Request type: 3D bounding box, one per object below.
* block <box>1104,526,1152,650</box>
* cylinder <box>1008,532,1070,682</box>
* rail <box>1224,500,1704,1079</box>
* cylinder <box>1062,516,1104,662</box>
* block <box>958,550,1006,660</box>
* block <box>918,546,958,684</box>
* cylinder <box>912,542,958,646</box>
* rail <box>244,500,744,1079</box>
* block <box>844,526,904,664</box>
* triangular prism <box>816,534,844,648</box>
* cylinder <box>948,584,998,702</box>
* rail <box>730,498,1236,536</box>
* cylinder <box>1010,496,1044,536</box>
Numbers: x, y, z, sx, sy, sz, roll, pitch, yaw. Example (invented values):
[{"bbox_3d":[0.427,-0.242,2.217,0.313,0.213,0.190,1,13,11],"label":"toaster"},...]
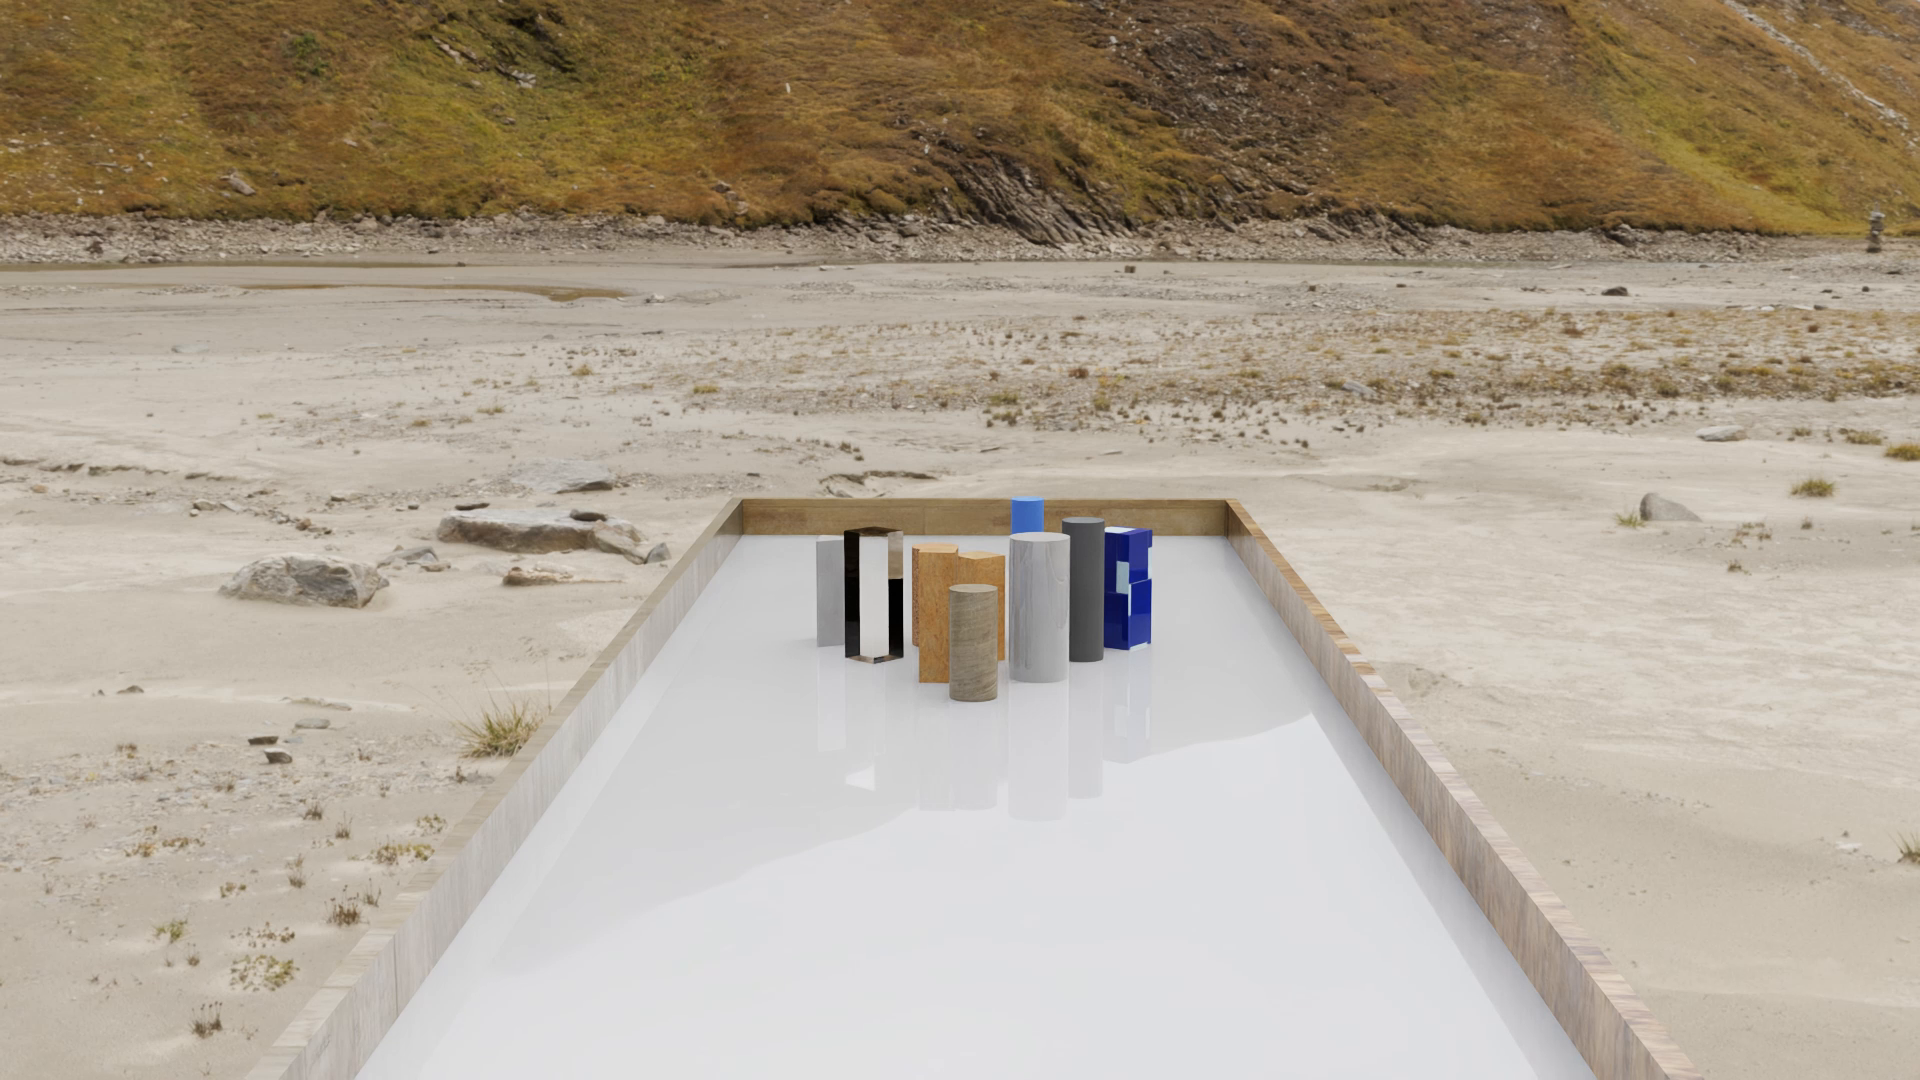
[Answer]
[{"bbox_3d":[0.507,0.149,6.906,0.138,0.364,0.138,7,11,36],"label":"block"},{"bbox_3d":[0.232,0.196,6.444,0.178,0.416,0.178,0,9,0],"label":"cylinder"},{"bbox_3d":[1.046,0.843,3.208,0.050,0.150,12.000,0,9,1],"label":"rail"},{"bbox_3d":[0.374,0.150,6.698,0.131,0.427,0.131,0,9,0],"label":"cylinder"},{"bbox_3d":[0.053,0.204,6.688,0.119,0.323,0.119,-7,12,-39],"label":"block"},{"bbox_3d":[-0.062,0.217,6.411,0.104,0.384,0.104,1,9,6],"label":"block"},{"bbox_3d":[-0.078,0.173,6.921,0.146,0.311,0.146,0,9,0],"label":"cylinder"},{"bbox_3d":[-1.004,0.839,3.234,0.050,0.150,12.000,0,9,1],"label":"rail"},{"bbox_3d":[-0.262,0.166,6.699,0.127,0.395,0.127,9,12,43],"label":"block"},{"bbox_3d":[-0.411,0.157,6.945,0.134,0.336,0.116,-4,10,-26],"label":"triangular prism"},{"bbox_3d":[0.038,0.289,6.190,0.137,0.312,0.137,0,9,0],"label":"cylinder"},{"bbox_3d":[0.099,-0.098,9.147,2.100,0.150,0.050,0,9,1],"label":"rail"},{"bbox_3d":[0.212,0.097,6.936,0.103,0.458,0.103,0,9,0],"label":"cylinder"}]
